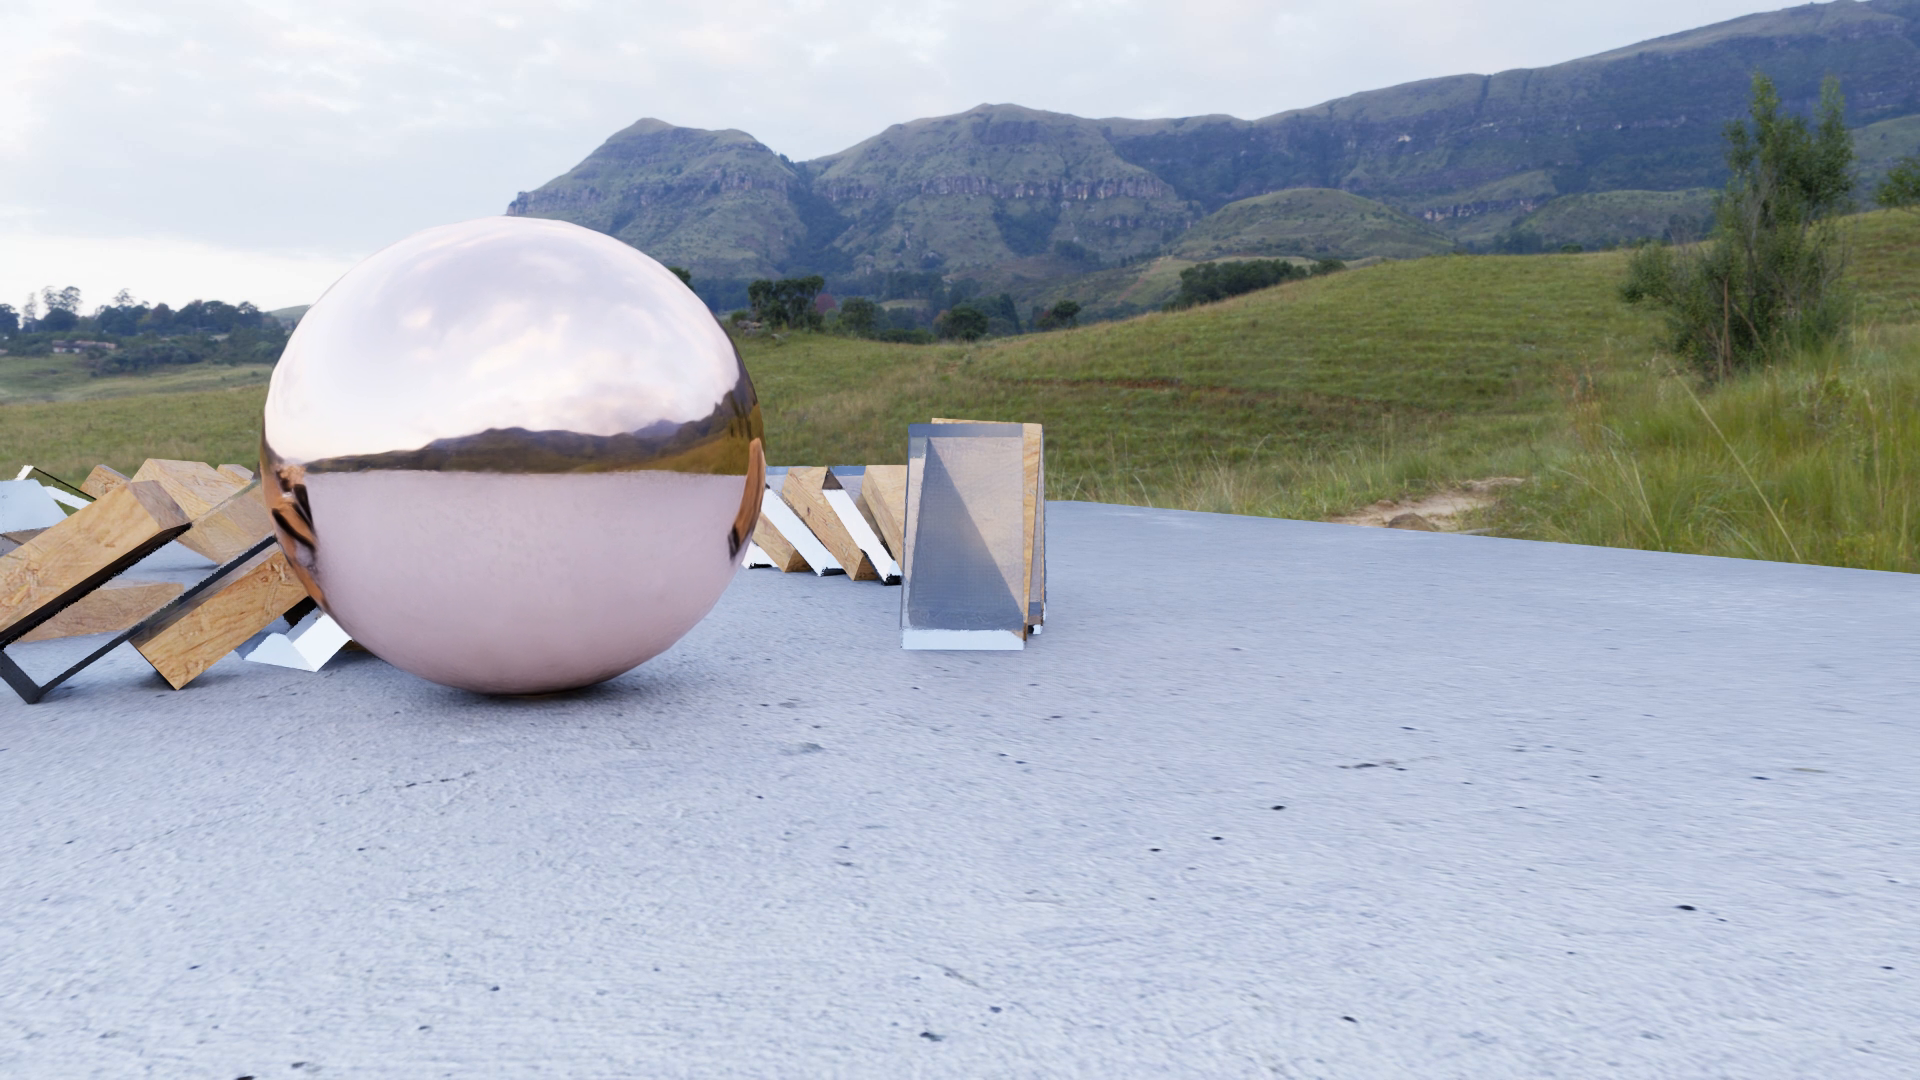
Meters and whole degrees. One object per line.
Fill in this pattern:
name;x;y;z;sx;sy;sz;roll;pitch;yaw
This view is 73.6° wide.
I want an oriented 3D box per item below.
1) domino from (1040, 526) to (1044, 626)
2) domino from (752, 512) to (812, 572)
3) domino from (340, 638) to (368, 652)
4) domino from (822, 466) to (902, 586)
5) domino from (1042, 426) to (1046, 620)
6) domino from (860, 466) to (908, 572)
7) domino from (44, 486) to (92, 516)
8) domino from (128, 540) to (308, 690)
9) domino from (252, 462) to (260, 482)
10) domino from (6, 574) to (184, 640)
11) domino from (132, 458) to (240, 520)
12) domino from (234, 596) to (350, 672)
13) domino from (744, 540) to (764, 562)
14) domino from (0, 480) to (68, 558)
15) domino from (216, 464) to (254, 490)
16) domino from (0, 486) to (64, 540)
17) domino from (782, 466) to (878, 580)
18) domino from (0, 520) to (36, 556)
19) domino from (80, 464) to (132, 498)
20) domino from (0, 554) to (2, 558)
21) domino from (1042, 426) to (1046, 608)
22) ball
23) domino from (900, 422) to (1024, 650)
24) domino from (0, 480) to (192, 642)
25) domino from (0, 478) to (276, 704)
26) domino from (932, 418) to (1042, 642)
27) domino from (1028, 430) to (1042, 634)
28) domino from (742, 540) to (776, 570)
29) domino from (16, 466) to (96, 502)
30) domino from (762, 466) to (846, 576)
domino;0.007;-0.004;0.307;0.025;0.050;0.009;0;-29;2
domino;-0.063;-0.008;0.444;0.025;0.009;0.050;-5;39;-48
domino;-0.119;0.003;0.279;0.025;0.010;0.050;1;40;18
domino;-0.022;-0.005;0.405;0.025;0.009;0.050;-3;38;-32
domino;0.009;-0.005;0.319;0.025;0.050;0.009;0;-29;2
domino;-0.010;-0.005;0.390;0.025;0.010;0.050;-2;39;-25
domino;-0.212;0.002;0.331;0.050;0.009;0.025;28;-9;-25
domino;-0.129;0.006;0.241;0.050;0.010;0.025;-44;29;-28
domino;-0.170;-0.004;0.352;0.050;0.009;0.025;46;23;22
domino;-0.212;0.016;0.297;0.025;0.010;0.050;2;5;26
domino;-0.193;-0.003;0.346;0.050;0.009;0.025;37;1;0
domino;-0.122;0.004;0.260;0.025;0.010;0.050;3;42;32
domino;-0.095;-0.010;0.464;0.050;0.009;0.025;39;23;25
domino;-0.175;0.009;0.208;0.050;0.009;0.025;-36;11;-8
domino;-0.243;-0.010;0.464;0.050;0.010;0.025;33;-6;-15
domino;-0.300;-0.006;0.415;0.025;0.009;0.050;4;-27;44
domino;-0.035;-0.006;0.419;0.025;0.009;0.050;-3;38;-39
domino;-0.310;-0.005;0.399;0.025;0.010;0.050;3;-27;38
domino;-0.275;-0.009;0.445;0.050;0.009;0.025;35;-13;-26
domino;-0.319;-0.004;0.383;0.025;0.009;0.050;2;-28;32
domino;0.009;-0.006;0.330;0.025;0.050;0.009;0;-29;2
ball;-0.073;-0.014;0.217;0.080;0.080;0.080;0;4;0
domino;0.001;-0.001;0.274;0.025;0.050;0.010;0;-29;2
domino;-0.158;0.008;0.217;0.050;0.009;0.025;-37;16;-15
domino;-0.143;0.007;0.228;0.050;0.009;0.025;-40;22;-22
domino;0.004;-0.003;0.285;0.025;0.050;0.009;4;-29;4
domino;0.006;-0.003;0.296;0.025;0.050;0.009;1;-29;3
domino;-0.079;-0.009;0.454;0.050;0.010;0.025;40;26;28
domino;-0.288;-0.007;0.430;0.025;0.009;0.050;5;-27;49
domino;-0.049;-0.007;0.432;0.025;0.009;0.050;-4;38;-44
